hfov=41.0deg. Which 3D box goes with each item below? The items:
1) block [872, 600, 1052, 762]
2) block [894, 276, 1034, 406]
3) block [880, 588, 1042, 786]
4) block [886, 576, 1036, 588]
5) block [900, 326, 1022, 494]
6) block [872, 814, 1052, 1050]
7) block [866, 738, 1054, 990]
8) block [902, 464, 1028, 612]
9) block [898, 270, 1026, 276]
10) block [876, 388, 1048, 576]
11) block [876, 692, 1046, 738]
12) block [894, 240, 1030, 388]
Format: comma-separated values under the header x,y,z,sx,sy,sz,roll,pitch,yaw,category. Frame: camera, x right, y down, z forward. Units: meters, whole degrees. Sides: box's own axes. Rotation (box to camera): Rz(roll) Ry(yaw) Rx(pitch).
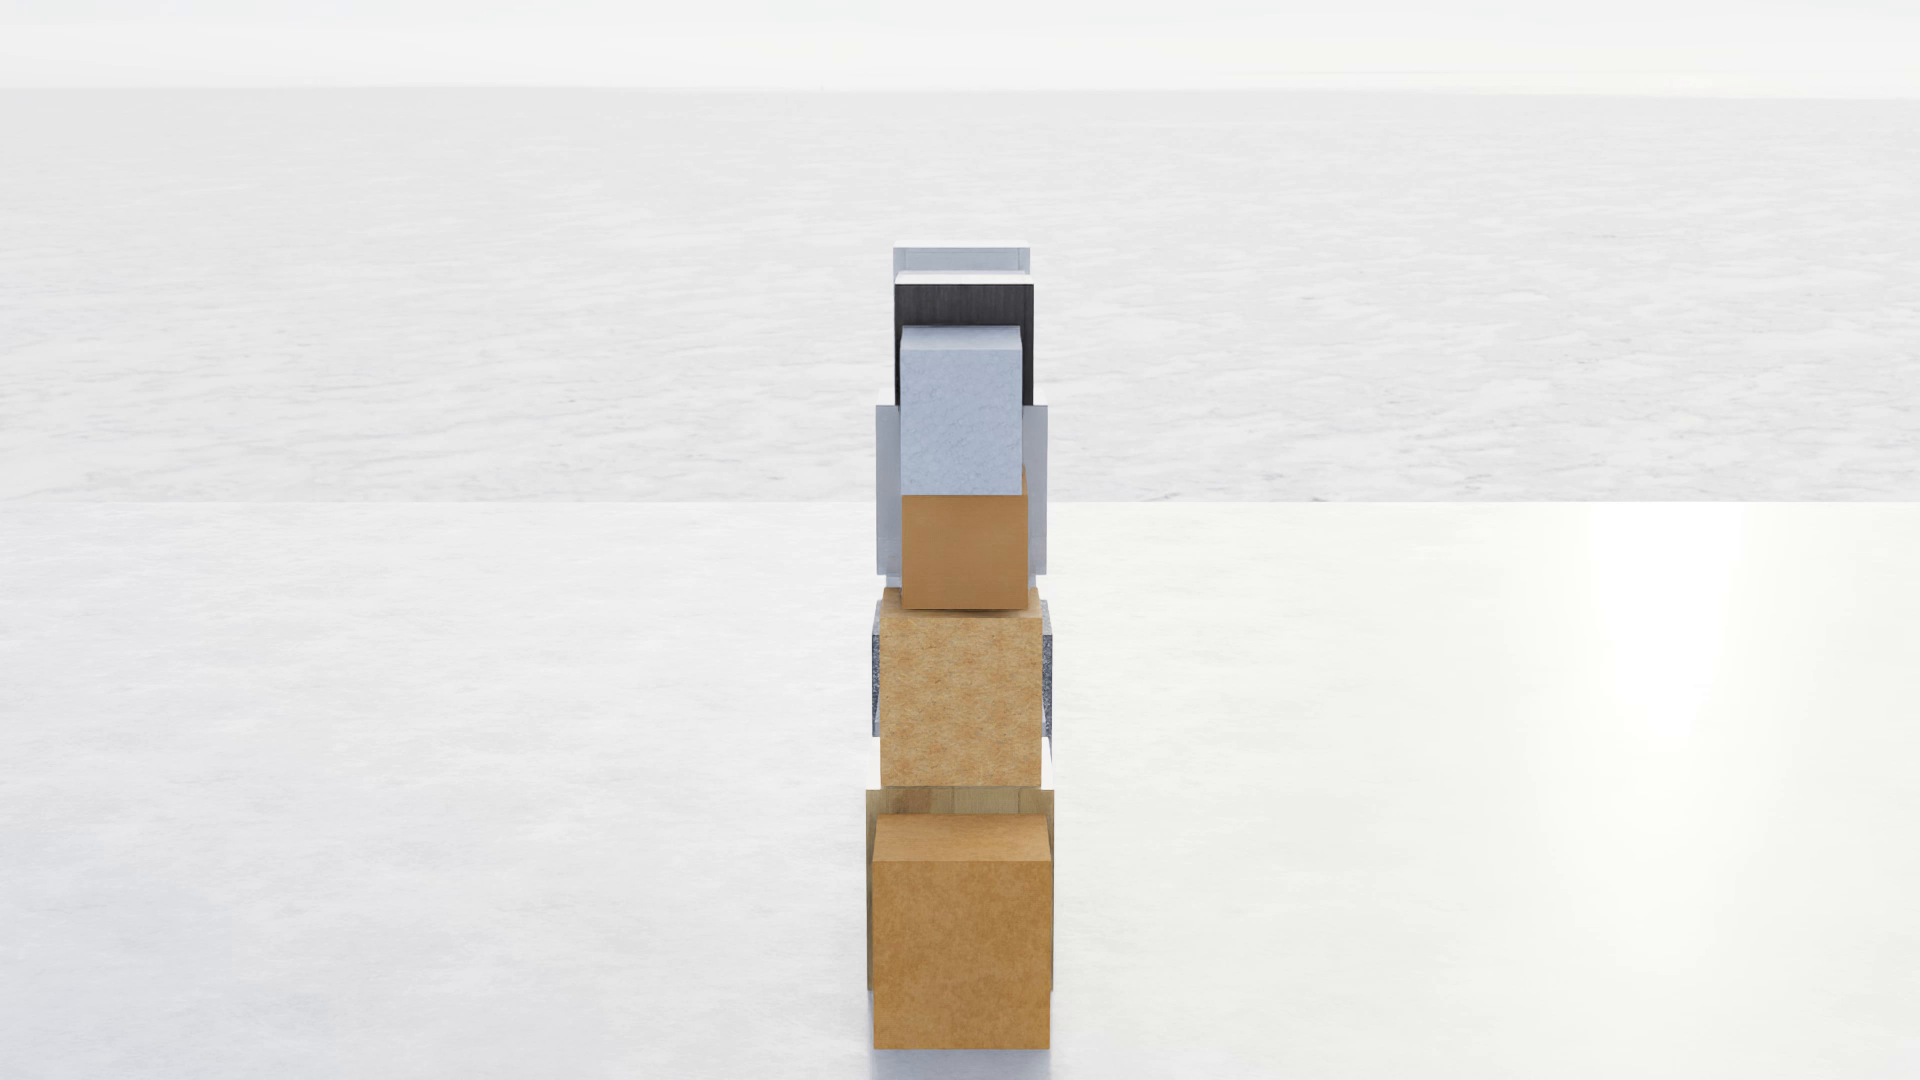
x,y,z,sx,sy,sz,roll,pitch,yaw,category
0.010,0.828,12.385,0.842,0.939,0.818,0,10,0,block
0.017,-0.815,10.411,0.550,0.486,0.496,0,10,0,block
0.004,0.567,10.089,0.620,0.659,0.593,0,10,0,block
0.005,0.444,10.679,0.607,0.696,0.583,0,9,0,block
0.005,-0.504,9.895,0.457,0.559,0.495,0,15,0,block
0.007,1.452,9.583,0.642,0.714,0.600,0,10,0,block
0.000,1.281,10.264,0.723,0.808,0.781,0,10,0,block
0.019,-0.015,10.043,0.480,0.463,0.525,0,15,0,block
0.009,-0.890,10.884,0.537,0.472,0.458,0,10,0,block
0.006,-0.251,10.619,0.688,0.694,0.625,0,9,0,block
0.001,1.081,11.639,0.746,0.708,0.720,0,10,0,block
0.008,-1.058,12.058,0.622,0.666,0.707,0,9,0,block
